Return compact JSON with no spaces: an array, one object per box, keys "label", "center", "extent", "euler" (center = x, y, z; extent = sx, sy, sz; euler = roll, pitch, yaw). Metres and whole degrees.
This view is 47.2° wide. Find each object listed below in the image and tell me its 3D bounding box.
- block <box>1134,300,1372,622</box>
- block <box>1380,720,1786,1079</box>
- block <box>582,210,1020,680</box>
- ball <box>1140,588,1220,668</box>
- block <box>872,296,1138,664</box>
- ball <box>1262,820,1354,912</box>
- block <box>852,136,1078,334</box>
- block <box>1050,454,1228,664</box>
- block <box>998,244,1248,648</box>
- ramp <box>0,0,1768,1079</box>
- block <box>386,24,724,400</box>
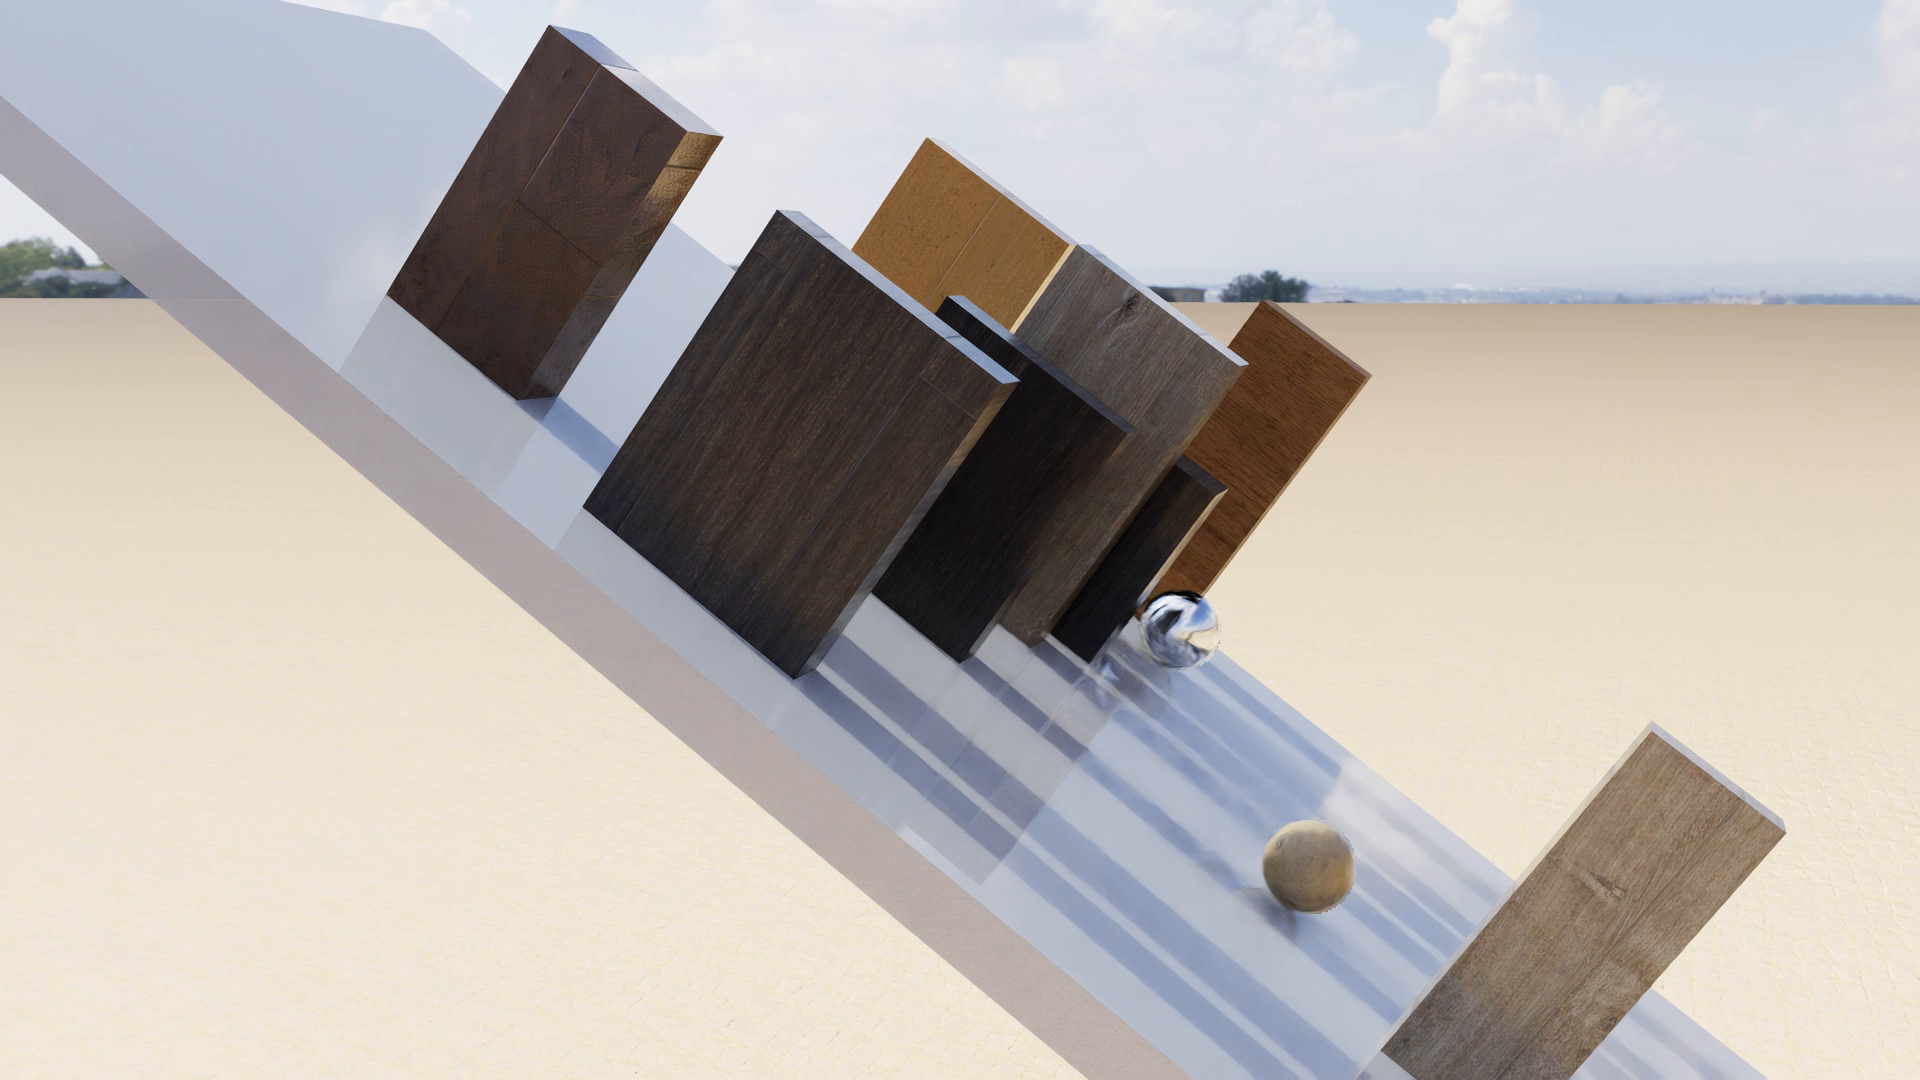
[{"label":"block","center":[0.551,-0.147,4.700],"extent":[0.271,0.707,0.106],"euler":[38,16,10]},{"label":"block","center":[0.956,0.615,3.403],"extent":[0.242,0.664,0.084],"euler":[38,16,10]},{"label":"block","center":[-0.245,-0.143,3.305],"extent":[0.427,0.554,0.092],"euler":[38,16,10]},{"label":"ball","center":[0.453,0.184,4.542],"extent":[0.165,0.165,0.165],"euler":[0,7,0]},{"label":"block","center":[0.002,-0.106,3.817],"extent":[0.389,0.500,0.089],"euler":[38,16,10]},{"label":"ball","center":[0.596,0.558,3.763],"extent":[0.157,0.157,0.157],"euler":[0,7,0]},{"label":"block","center":[-0.077,-0.477,4.556],"extent":[0.371,0.596,0.098],"euler":[38,16,10]},{"label":"block","center":[0.281,-0.014,4.293],"extent":[0.274,0.415,0.143],"euler":[38,16,10]},{"label":"block","center":[0.188,-0.174,4.115],"extent":[0.372,0.657,0.105],"euler":[38,16,10]},{"label":"ramp","center":[-0.072,0.137,4.073],"extent":[4.000,0.100,2.000],"euler":[38,16,10]},{"label":"block","center":[-0.667,-0.532,3.609],"extent":[0.293,0.528,0.145],"euler":[38,16,10]}]
